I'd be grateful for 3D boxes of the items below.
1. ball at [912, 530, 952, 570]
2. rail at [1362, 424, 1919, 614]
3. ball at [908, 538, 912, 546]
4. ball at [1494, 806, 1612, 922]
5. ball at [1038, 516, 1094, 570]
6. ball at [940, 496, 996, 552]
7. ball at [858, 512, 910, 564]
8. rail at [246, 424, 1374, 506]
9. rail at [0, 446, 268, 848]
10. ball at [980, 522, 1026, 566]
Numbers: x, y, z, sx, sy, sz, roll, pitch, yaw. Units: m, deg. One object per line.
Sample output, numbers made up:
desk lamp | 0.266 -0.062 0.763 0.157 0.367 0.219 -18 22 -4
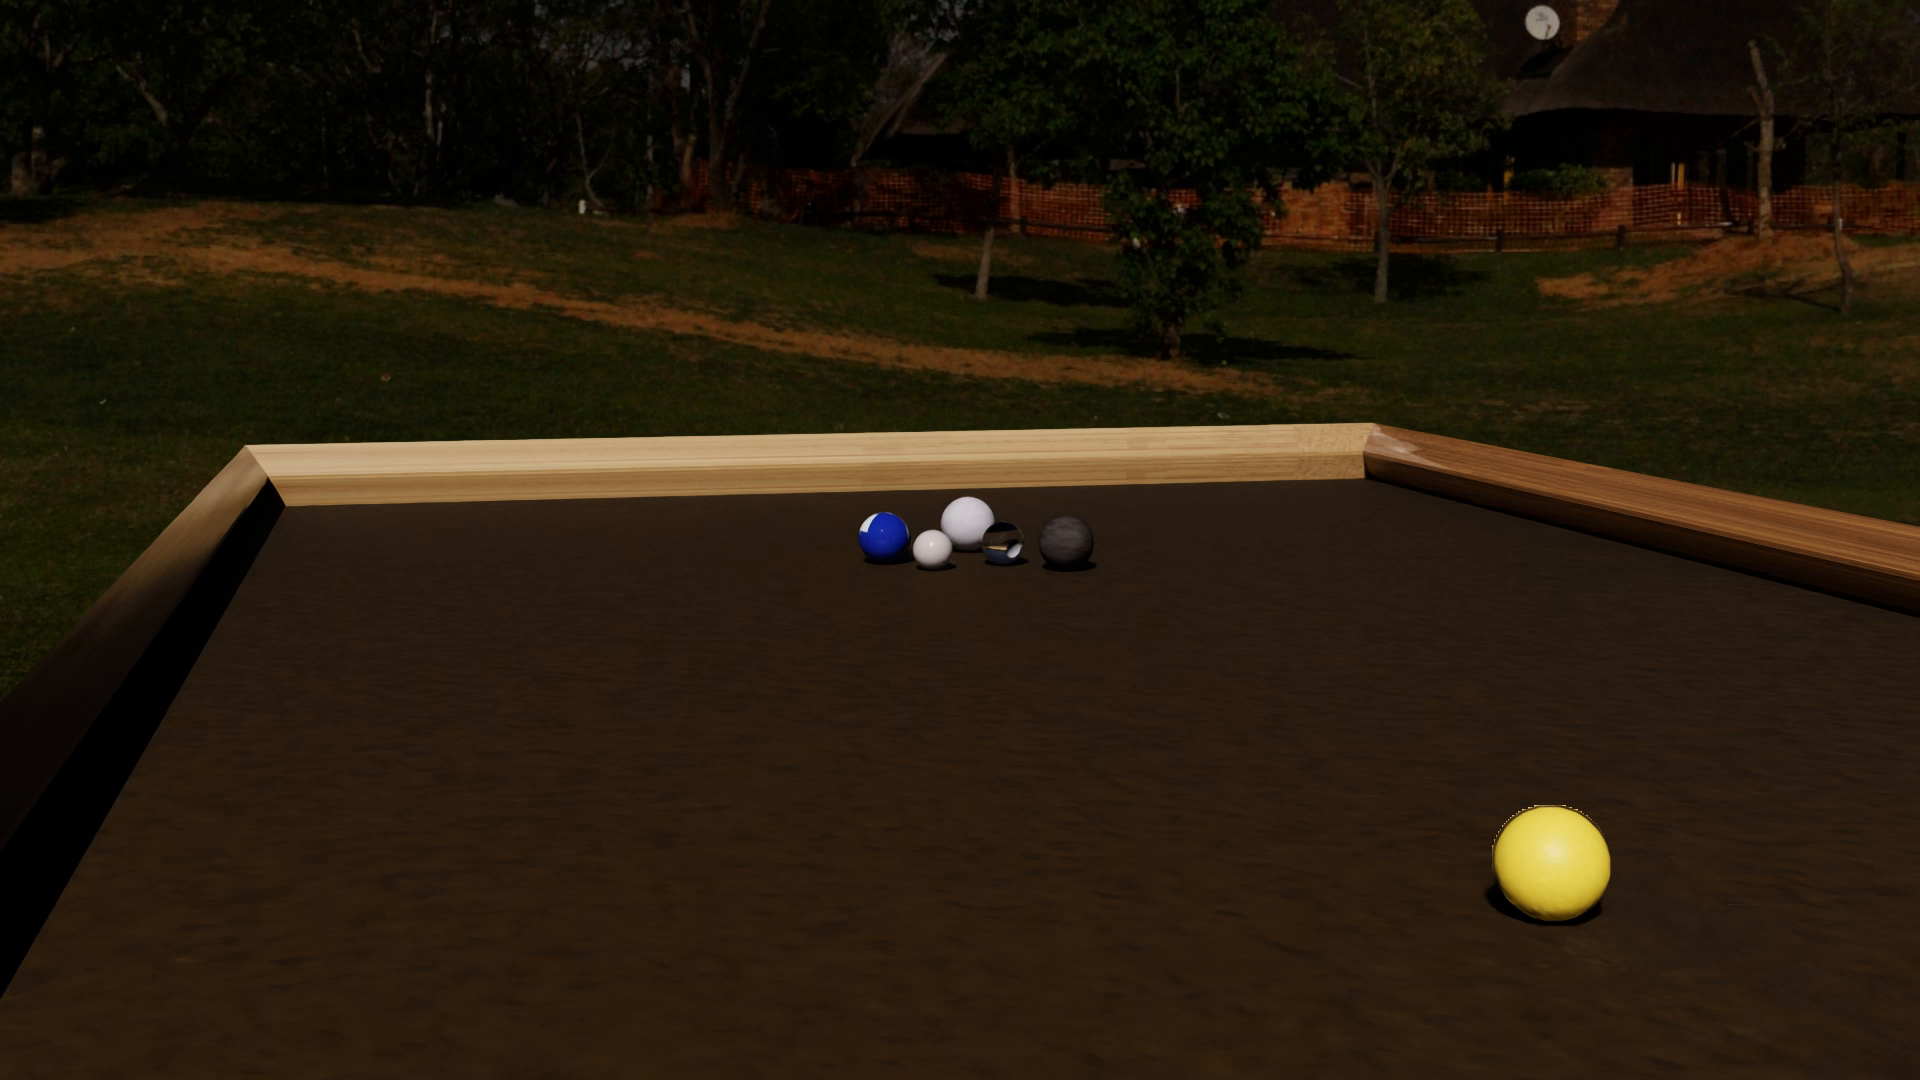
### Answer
ball | -0.044 0.016 3.562 0.065 0.065 0.065 0 8 0
rail | 1.410 0.081 2.856 0.045 0.123 4.359 -2 8 -13
ball | -0.111 -0.002 3.736 0.055 0.055 0.055 0 8 0
ball | 0.462 0.253 1.715 0.089 0.089 0.089 0 8 0
ball | 0.172 0.005 3.557 0.089 0.089 0.089 0 8 0
ball | 0.014 -0.027 3.775 0.095 0.095 0.095 0 8 0
ball | -0.126 -0.003 3.634 0.085 0.085 0.085 0 8 0
rail | -0.244 -0.162 4.665 2.431 0.123 0.045 -2 8 -13
rail | -0.910 0.154 2.314 0.045 0.123 4.359 -2 8 -13
ball | 0.071 0.005 3.618 0.072 0.072 0.072 0 8 0
